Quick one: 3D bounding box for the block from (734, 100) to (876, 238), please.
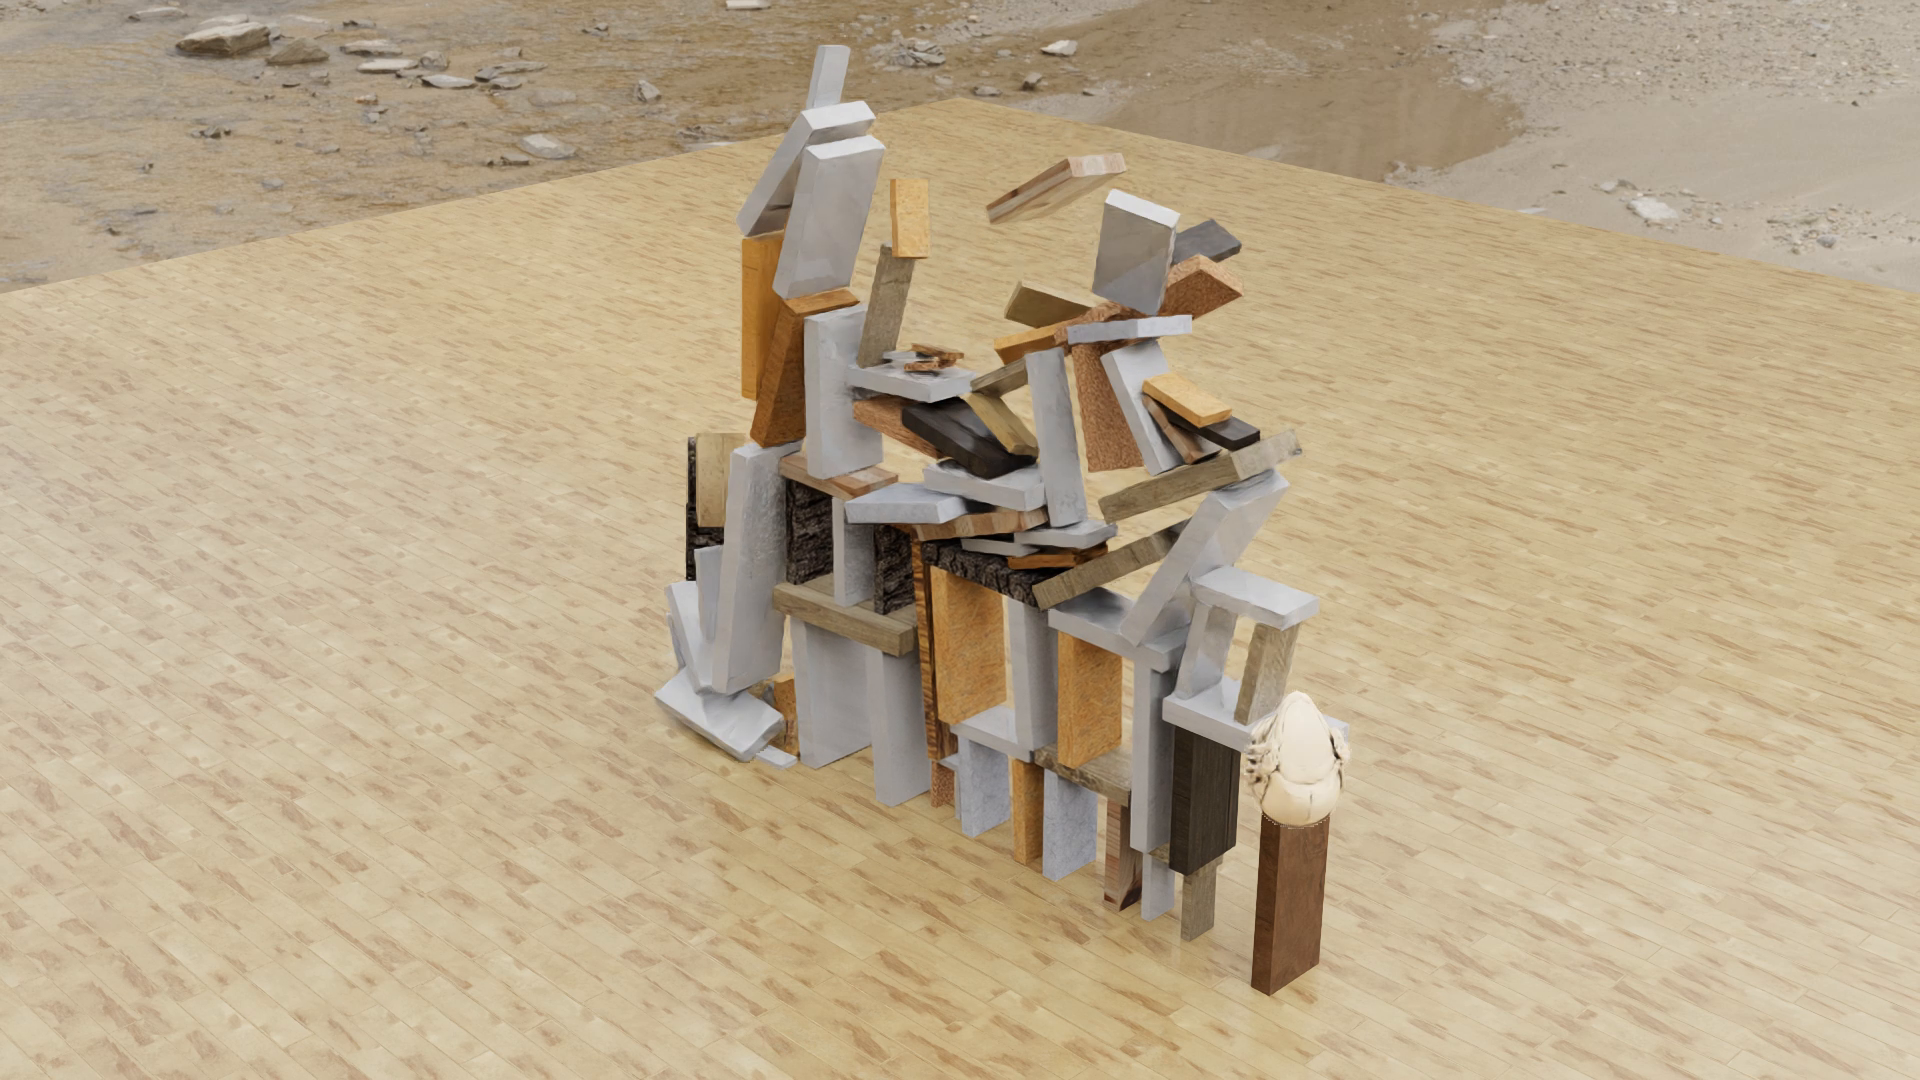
[{"bbox_3d":[-0.303,-0.718,4.267,0.160,0.319,0.045,-20,70,-41],"label":"block"}]

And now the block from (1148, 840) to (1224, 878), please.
[{"bbox_3d":[0.403,0.569,4.026,0.072,0.020,0.143,-21,31,-41],"label":"block"}]

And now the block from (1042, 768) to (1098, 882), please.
[{"bbox_3d":[0.213,0.526,4.220,0.118,0.236,0.033,-21,31,-41],"label":"block"}]

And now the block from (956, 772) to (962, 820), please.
[{"bbox_3d":[0.014,0.508,4.430,0.015,0.104,0.052,21,31,40],"label":"block"}]

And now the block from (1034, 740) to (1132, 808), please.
[{"bbox_3d":[0.266,0.424,4.115,0.118,0.033,0.236,-21,31,-40],"label":"block"}]

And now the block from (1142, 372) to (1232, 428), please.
[{"bbox_3d":[0.381,-0.237,3.702,0.072,0.020,0.143,-17,40,-35],"label":"block"}]

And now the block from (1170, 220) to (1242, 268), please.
[{"bbox_3d":[0.429,-0.529,3.985,0.159,0.023,0.080,-27,58,-36],"label":"block"}]

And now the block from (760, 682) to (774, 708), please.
[{"bbox_3d":[-0.411,0.343,4.821,0.058,0.116,0.016,-21,68,-40],"label":"block"}]

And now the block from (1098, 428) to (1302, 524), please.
[{"bbox_3d":[0.405,-0.106,3.737,0.166,0.047,0.331,-21,1,-40],"label":"block"}]

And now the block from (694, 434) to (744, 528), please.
[{"bbox_3d":[-0.508,-0.126,4.664,0.099,0.198,0.028,-1,-5,-19],"label":"block"}]

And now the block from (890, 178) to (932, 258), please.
[{"bbox_3d":[-0.093,-0.600,4.106,0.072,0.144,0.020,-4,3,-35],"label":"block"}]

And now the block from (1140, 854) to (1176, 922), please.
[{"bbox_3d":[0.370,0.631,4.090,0.020,0.143,0.072,21,31,41],"label":"block"}]

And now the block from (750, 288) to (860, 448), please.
[{"bbox_3d":[-0.311,-0.341,4.380,0.160,0.320,0.045,-17,47,-40],"label":"block"}]

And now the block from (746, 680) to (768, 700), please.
[{"bbox_3d":[-0.484,0.325,4.860,0.116,0.058,0.016,23,3,-12],"label":"block"}]

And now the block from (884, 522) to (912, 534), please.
[{"bbox_3d":[-0.096,-0.052,4.333,0.096,0.027,0.192,-21,31,-39],"label":"block"}]

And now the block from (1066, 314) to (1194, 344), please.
[{"bbox_3d":[0.293,-0.365,3.819,0.112,0.032,0.223,-8,5,-29],"label":"block"}]

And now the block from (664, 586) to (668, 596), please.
[{"bbox_3d":[-0.592,0.140,4.974,0.084,0.024,0.167,-14,31,-31],"label":"block"}]

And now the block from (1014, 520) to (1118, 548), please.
[{"bbox_3d":[0.191,-0.015,3.994,0.176,0.025,0.088,5,20,45],"label":"block"}]

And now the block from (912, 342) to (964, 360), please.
[{"bbox_3d":[-0.043,-0.358,4.172,0.094,0.013,0.047,20,18,41],"label":"block"}]

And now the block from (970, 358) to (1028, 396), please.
[{"bbox_3d":[0.101,-0.302,4.048,0.150,0.021,0.075,-21,-18,36],"label":"block"}]

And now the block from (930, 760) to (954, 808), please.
[{"bbox_3d":[-0.035,0.488,4.476,0.015,0.104,0.052,21,29,40],"label":"block"}]

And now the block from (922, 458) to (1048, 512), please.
[{"bbox_3d":[0.075,-0.112,4.078,0.139,0.039,0.277,-21,24,-38],"label":"block"}]

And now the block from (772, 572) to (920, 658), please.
[{"bbox_3d":[-0.196,0.138,4.477,0.347,0.049,0.174,18,29,37],"label":"block"}]

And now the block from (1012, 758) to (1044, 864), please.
[{"bbox_3d":[0.152,0.512,4.278,0.108,0.215,0.030,-21,29,-41],"label":"block"}]

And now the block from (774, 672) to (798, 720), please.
[{"bbox_3d":[-0.378,0.348,4.790,0.058,0.116,0.016,-21,38,-40],"label":"block"}]

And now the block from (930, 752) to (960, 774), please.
[{"bbox_3d":[-0.009,0.442,4.430,0.104,0.015,0.052,21,29,40],"label":"block"}]

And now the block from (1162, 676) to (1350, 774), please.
[{"bbox_3d":[0.510,0.315,3.806,0.290,0.041,0.145,20,30,39],"label":"block"}]

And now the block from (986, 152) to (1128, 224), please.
[{"bbox_3d":[0.165,-0.607,3.805,0.121,0.034,0.242,-13,-5,-36],"label":"block"}]

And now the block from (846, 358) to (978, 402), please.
[{"bbox_3d":[-0.095,-0.313,4.246,0.123,0.035,0.247,-18,23,-39],"label":"block"}]

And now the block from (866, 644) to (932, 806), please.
[{"bbox_3d":[-0.101,0.352,4.484,0.174,0.347,0.049,-20,27,-39],"label":"block"}]

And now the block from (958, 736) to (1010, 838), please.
[{"bbox_3d":[0.049,0.472,4.372,0.108,0.215,0.030,-21,28,-41],"label":"block"}]

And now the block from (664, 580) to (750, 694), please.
[{"bbox_3d":[-0.541,0.207,4.752,0.127,0.036,0.255,-3,61,-32],"label":"block"}]

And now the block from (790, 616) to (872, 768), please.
[{"bbox_3d":[-0.265,0.290,4.630,0.174,0.347,0.049,-20,27,-39],"label":"block"}]

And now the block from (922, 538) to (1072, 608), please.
[{"bbox_3d":[0.085,0.042,4.156,0.149,0.042,0.299,-21,31,-40],"label":"block"}]

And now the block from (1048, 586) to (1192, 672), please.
[{"bbox_3d":[0.305,0.158,3.959,0.269,0.038,0.135,21,31,40],"label":"block"}]

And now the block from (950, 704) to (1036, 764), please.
[{"bbox_3d":[0.094,0.372,4.281,0.108,0.030,0.215,-21,27,-40],"label":"block"}]

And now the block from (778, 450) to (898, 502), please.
[{"bbox_3d":[-0.245,-0.132,4.412,0.116,0.033,0.231,-20,30,-40],"label":"block"}]

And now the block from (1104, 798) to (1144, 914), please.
[{"bbox_3d":[0.324,0.569,4.118,0.033,0.236,0.118,21,31,41],"label":"block"}]

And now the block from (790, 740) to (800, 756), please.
[{"bbox_3d":[-0.324,0.424,4.699,0.013,0.047,0.095,38,33,8],"label":"block"}]

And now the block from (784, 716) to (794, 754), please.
[{"bbox_3d":[-0.366,0.418,4.712,0.013,0.047,0.095,7,22,-6],"label":"block"}]

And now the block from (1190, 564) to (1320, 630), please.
[{"bbox_3d":[0.498,0.096,3.722,0.198,0.028,0.099,21,31,41],"label":"block"}]

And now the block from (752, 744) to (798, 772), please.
[{"bbox_3d":[-0.395,0.460,4.659,0.095,0.013,0.047,19,29,37],"label":"block"}]
